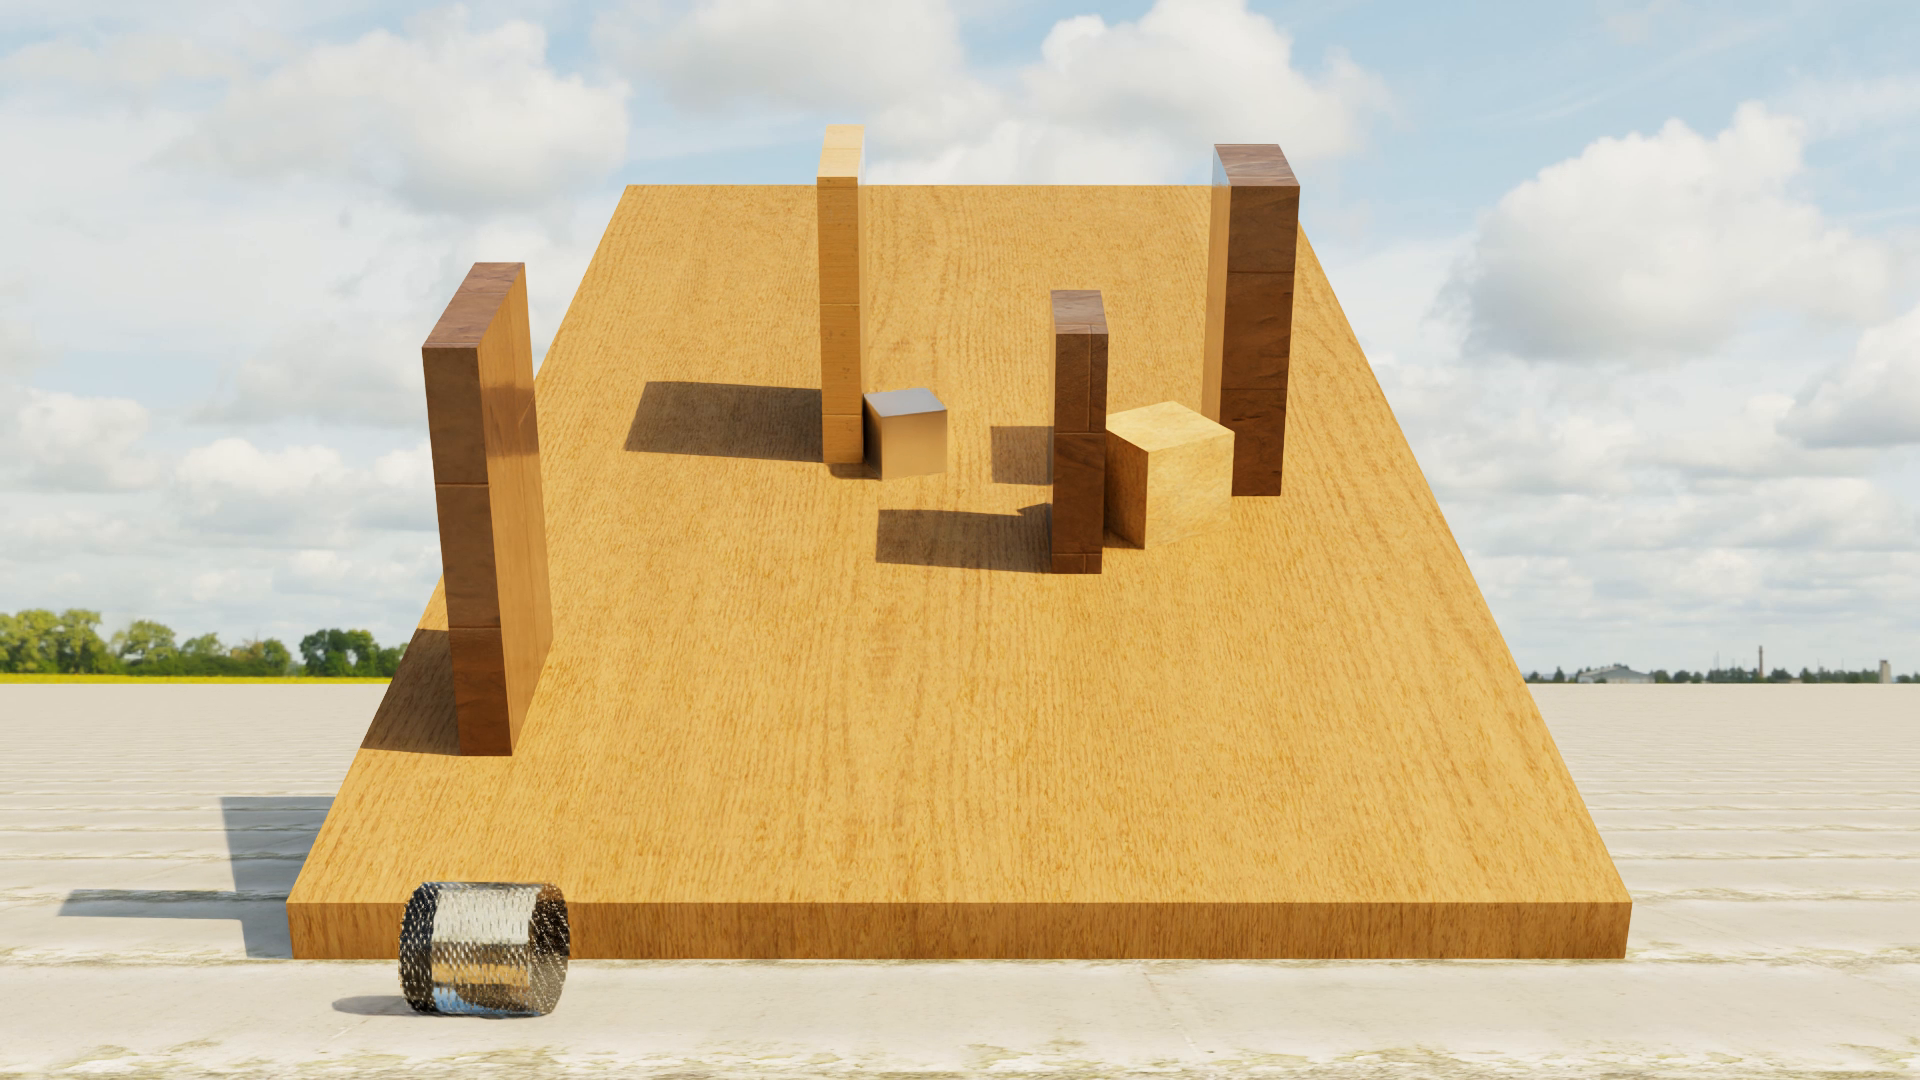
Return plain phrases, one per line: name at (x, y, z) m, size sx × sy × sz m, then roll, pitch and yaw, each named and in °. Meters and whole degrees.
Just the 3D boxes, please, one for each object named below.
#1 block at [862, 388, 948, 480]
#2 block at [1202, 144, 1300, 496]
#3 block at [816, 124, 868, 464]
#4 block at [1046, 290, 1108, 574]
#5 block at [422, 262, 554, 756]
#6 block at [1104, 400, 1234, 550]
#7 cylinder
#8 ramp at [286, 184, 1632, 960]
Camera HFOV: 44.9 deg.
block at (-0.119, -0.229, 5.000) m, size 0.146 × 0.146 × 0.146 m, roll -7°, pitch 25°, yaw -17°
block at (0.604, -0.464, 4.890) m, size 0.137 × 0.667 × 0.333 m, roll 0°, pitch 24°, yaw 0°
block at (-0.254, -0.547, 5.113) m, size 0.084 × 0.635 × 0.444 m, roll 0°, pitch 24°, yaw 0°
block at (0.226, -0.212, 4.537) m, size 0.098 × 0.492 × 0.264 m, roll 0°, pitch 24°, yaw 0°
block at (-0.784, -0.058, 3.909) m, size 0.085 × 0.715 × 0.441 m, roll 0°, pitch 24°, yaw 0°
block at (0.403, -0.134, 4.710) m, size 0.210 × 0.210 × 0.210 m, roll -14°, pitch 27°, yaw -28°
cylinder at (-0.599, 0.515, 2.940) m, size 0.164 × 0.164 × 0.164 m, roll -1°, pitch -3°, yaw 9°
ramp at (-0.008, -0.228, 5.301) m, size 2.000 × 0.100 × 4.000 m, roll 0°, pitch 24°, yaw 0°
